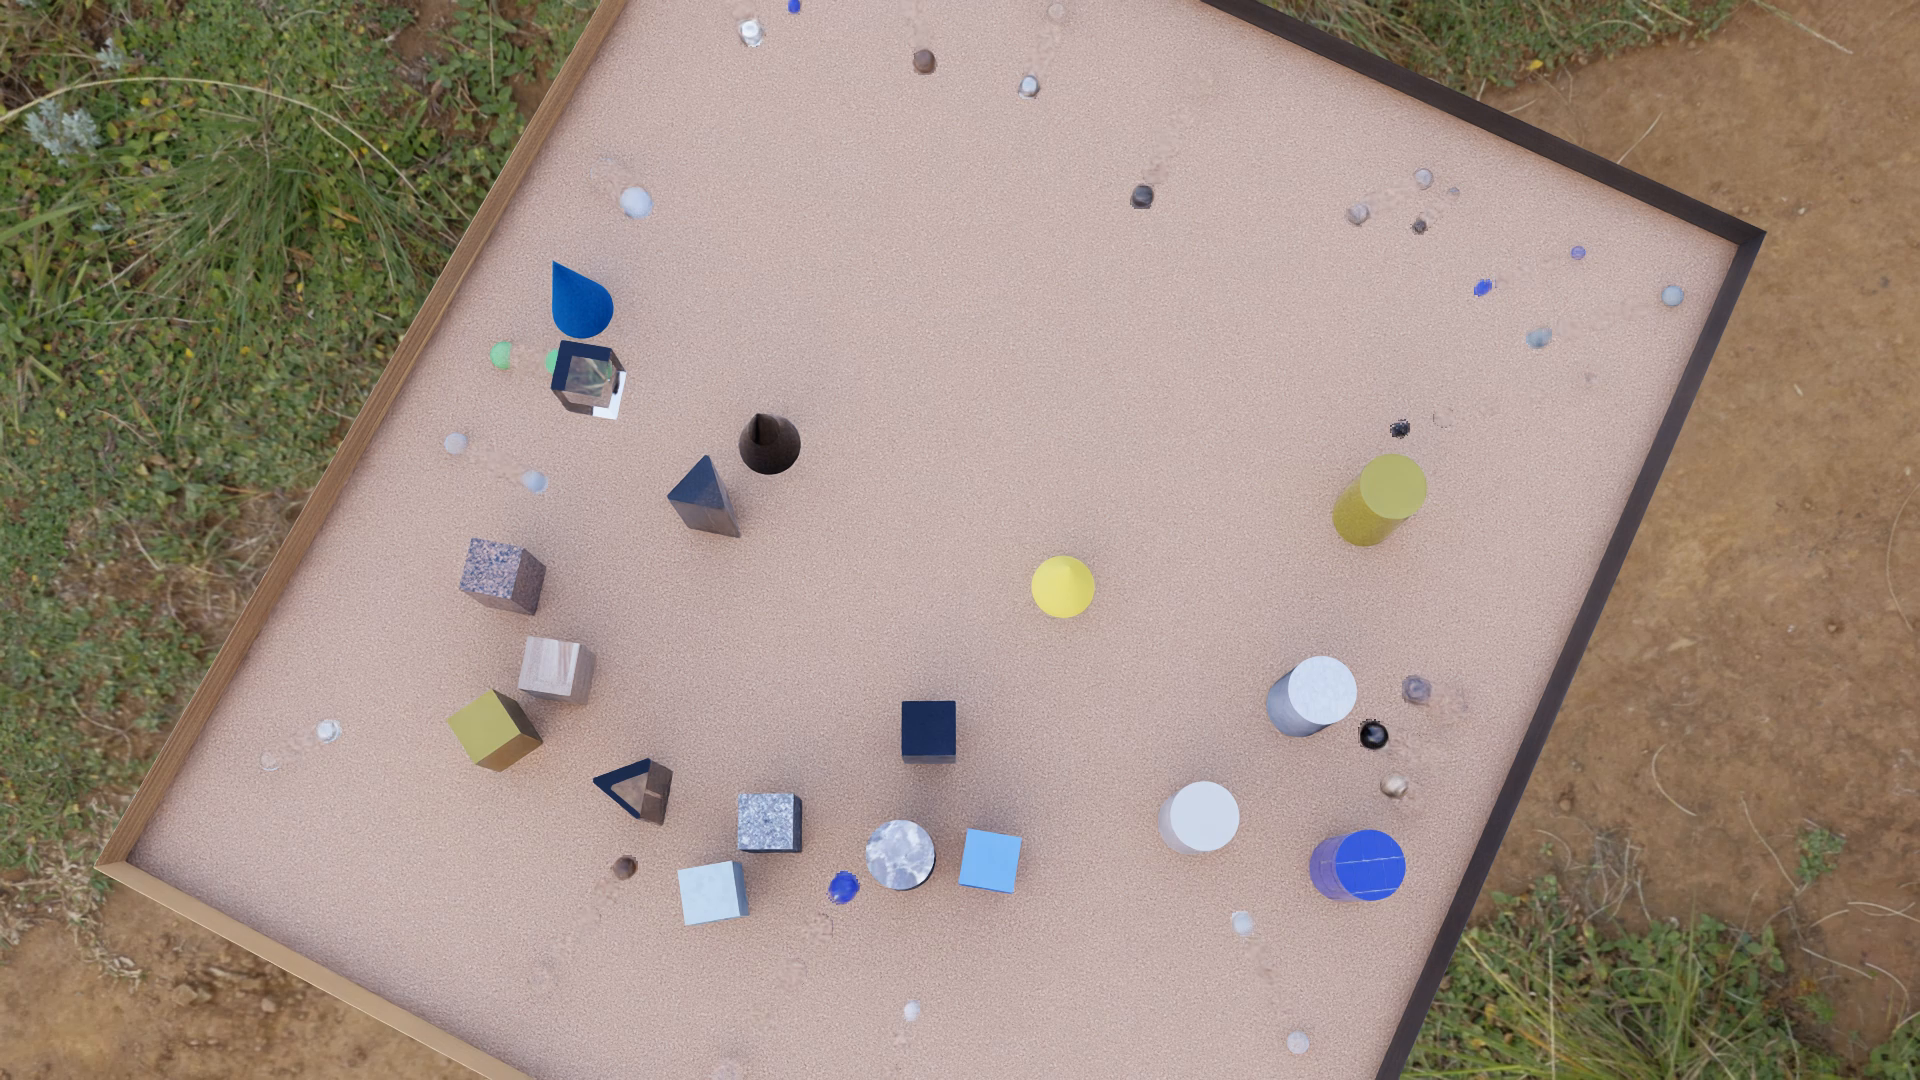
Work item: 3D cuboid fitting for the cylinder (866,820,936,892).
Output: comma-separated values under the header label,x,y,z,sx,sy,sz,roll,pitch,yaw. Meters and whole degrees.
label,x,y,z,sx,sy,sz,roll,pitch,yaw
cylinder,-0.168,0.910,5.274,0.193,0.301,0.193,0,78,0

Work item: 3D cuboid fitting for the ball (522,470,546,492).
label,x,y,z,sx,sy,sz,roll,pitch,yaw
ball,-1.306,-0.180,5.618,0.071,0.071,0.071,0,78,0

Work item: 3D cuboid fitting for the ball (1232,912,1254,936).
label,x,y,z,sx,sy,sz,roll,pitch,yaw
ball,0.828,1.122,5.351,0.065,0.065,0.065,0,78,0

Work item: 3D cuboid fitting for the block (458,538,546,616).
label,x,y,z,sx,sy,sz,roll,pitch,yaw
block,-1.353,0.112,5.437,0.154,0.305,0.154,11,79,2

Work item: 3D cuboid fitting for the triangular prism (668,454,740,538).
label,x,y,z,sx,sy,sz,roll,pitch,yaw
triangular prism,-0.740,-0.134,5.440,0.167,0.401,0.145,11,79,2

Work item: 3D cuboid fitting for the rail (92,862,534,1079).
label,x,y,z,sx,sy,sz,roll,pitch,yaw
rail,-0.879,1.728,5.194,3.613,0.125,0.045,26,80,5

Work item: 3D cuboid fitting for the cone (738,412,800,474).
label,x,y,z,sx,sy,sz,roll,pitch,yaw
cone,-0.589,-0.333,5.498,0.193,0.367,0.193,0,78,0

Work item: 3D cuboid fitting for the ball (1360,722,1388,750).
label,x,y,z,sx,sy,sz,roll,pitch,yaw
ball,1.232,0.582,5.453,0.084,0.084,0.084,0,78,0

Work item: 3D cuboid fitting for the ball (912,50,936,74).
label,x,y,z,sx,sy,sz,roll,pitch,yaw
ball,-0.114,-1.539,5.897,0.075,0.075,0.075,0,78,0

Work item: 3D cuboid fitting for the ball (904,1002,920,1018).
label,x,y,z,sx,sy,sz,roll,pitch,yaw
ball,-0.139,1.364,5.310,0.047,0.047,0.047,0,78,0

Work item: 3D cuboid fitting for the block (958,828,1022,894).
label,x,y,z,sx,sy,sz,roll,pitch,yaw
block,0.085,0.928,5.284,0.154,0.275,0.154,9,78,2

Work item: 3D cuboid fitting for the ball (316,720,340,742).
label,x,y,z,sx,sy,sz,roll,pitch,yaw
ball,-1.886,0.570,5.464,0.069,0.069,0.069,0,78,0

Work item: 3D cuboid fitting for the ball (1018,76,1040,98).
label,x,y,z,sx,sy,sz,roll,pitch,yaw
ball,0.223,-1.456,5.882,0.070,0.070,0.070,0,78,0

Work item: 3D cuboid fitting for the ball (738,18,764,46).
label,x,y,z,sx,sy,sz,roll,pitch,yaw
ball,-0.675,-1.639,5.914,0.082,0.082,0.082,0,78,0

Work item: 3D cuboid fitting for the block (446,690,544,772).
label,x,y,z,sx,sy,sz,roll,pitch,yaw
block,-1.353,0.559,5.348,0.154,0.300,0.154,-35,80,-7

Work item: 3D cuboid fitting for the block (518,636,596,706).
label,x,y,z,sx,sy,sz,roll,pitch,yaw
block,-1.188,0.388,5.412,0.154,0.242,0.154,8,78,2

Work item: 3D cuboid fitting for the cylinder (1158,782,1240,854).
label,x,y,z,sx,sy,sz,roll,pitch,yaw
cylinder,0.683,0.804,5.278,0.193,0.336,0.193,0,78,0

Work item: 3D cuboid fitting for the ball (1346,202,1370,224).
label,x,y,z,sx,sy,sz,roll,pitch,yaw
ball,1.259,-1.032,5.794,0.070,0.070,0.070,0,78,0

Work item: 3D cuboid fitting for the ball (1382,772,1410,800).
label,x,y,z,sx,sy,sz,roll,pitch,yaw
ball,1.290,0.729,5.426,0.078,0.078,0.078,0,78,0

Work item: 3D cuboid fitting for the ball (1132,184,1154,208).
label,x,y,z,sx,sy,sz,roll,pitch,yaw
ball,0.580,-1.089,5.805,0.073,0.073,0.073,0,78,0

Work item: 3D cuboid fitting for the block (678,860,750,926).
label,x,y,z,sx,sy,sz,roll,pitch,yaw
block,-0.708,1.019,5.281,0.154,0.245,0.154,-10,78,-2

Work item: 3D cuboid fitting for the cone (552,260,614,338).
label,x,y,z,sx,sy,sz,roll,pitch,yaw
cone,-1.187,-0.770,5.552,0.193,0.438,0.193,0,78,0

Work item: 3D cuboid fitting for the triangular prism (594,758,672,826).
label,x,y,z,sx,sy,sz,roll,pitch,yaw
triangular prism,-0.905,0.701,5.263,0.167,0.409,0.145,39,81,7

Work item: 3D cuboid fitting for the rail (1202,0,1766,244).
label,x,y,z,sx,sy,sz,roll,pitch,yaw
rail,0.879,-1.715,5.906,3.613,0.125,0.045,26,80,5

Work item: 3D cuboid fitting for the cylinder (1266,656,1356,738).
label,x,y,z,sx,sy,sz,roll,pitch,yaw
cylinder,1.018,0.459,5.328,0.193,0.378,0.193,0,78,0

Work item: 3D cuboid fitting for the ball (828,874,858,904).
label,x,y,z,sx,sy,sz,roll,pitch,yaw
ball,-0.342,1.021,5.362,0.084,0.084,0.084,0,78,0

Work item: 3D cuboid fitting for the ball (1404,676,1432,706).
label,x,y,z,sx,sy,sz,roll,pitch,yaw
ball,1.370,0.452,5.479,0.086,0.086,0.086,0,78,0

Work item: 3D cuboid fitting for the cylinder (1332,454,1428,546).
label,x,y,z,sx,sy,sz,roll,pitch,yaw
cylinder,1.241,-0.114,5.439,0.193,0.394,0.193,0,78,0

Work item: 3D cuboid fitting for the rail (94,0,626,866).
label,x,y,z,sx,sy,sz,roll,pitch,yaw
rail,-1.595,-0.774,5.712,0.045,0.125,3.979,26,80,5

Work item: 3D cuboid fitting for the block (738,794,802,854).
label,x,y,z,sx,sy,sz,roll,pitch,yaw
block,-0.546,0.821,5.295,0.154,0.297,0.154,0,78,0

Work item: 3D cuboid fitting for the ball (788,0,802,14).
label,x,y,z,sx,sy,sz,roll,pitch,yaw
ball,-0.538,-1.734,5.953,0.044,0.044,0.044,0,78,0

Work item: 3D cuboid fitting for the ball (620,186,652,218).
label,x,y,z,sx,sy,sz,roll,pitch,yaw
ball,-1.023,-1.067,5.788,0.096,0.096,0.096,0,78,0

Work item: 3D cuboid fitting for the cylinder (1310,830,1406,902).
label,x,y,z,sx,sy,sz,roll,pitch,yaw
cylinder,1.128,0.932,5.224,0.193,0.391,0.193,0,78,0

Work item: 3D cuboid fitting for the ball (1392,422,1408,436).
label,x,y,z,sx,sy,sz,roll,pitch,yaw
ball,1.362,-0.342,5.663,0.048,0.048,0.048,0,78,0

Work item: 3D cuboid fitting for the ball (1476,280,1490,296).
label,x,y,z,sx,sy,sz,roll,pitch,yaw
ball,1.643,-0.792,5.757,0.045,0.045,0.045,0,78,0

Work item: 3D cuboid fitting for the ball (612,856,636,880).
label,x,y,z,sx,sy,sz,roll,pitch,yaw
ball,-0.985,0.965,5.382,0.068,0.068,0.068,0,78,0

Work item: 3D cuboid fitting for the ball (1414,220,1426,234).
label,x,y,z,sx,sy,sz,roll,pitch,yaw
ball,1.456,-0.993,5.801,0.042,0.042,0.042,0,78,0

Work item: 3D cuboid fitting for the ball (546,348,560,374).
label,x,y,z,sx,sy,sz,roll,pitch,yaw
ball,-1.239,-0.549,5.672,0.087,0.087,0.087,0,78,0

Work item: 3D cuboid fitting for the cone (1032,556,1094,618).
label,x,y,z,sx,sy,sz,roll,pitch,yaw
cone,0.315,0.109,5.428,0.193,0.326,0.193,0,78,0

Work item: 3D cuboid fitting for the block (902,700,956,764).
label,x,y,z,sx,sy,sz,roll,pitch,yaw
block,-0.089,0.564,5.349,0.154,0.296,0.154,0,78,0

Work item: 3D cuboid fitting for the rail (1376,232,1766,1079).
label,x,y,z,sx,sy,sz,roll,pitch,yaw
rail,1.595,0.787,5.389,0.045,0.125,3.979,26,80,5

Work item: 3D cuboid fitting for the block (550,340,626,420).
label,x,y,z,sx,sy,sz,roll,pitch,yaw
block,-1.131,-0.487,5.589,0.154,0.251,0.154,10,78,2

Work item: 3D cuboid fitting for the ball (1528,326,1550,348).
label,x,y,z,sx,sy,sz,roll,pitch,yaw
ball,1.808,-0.632,5.714,0.066,0.066,0.066,0,78,0
